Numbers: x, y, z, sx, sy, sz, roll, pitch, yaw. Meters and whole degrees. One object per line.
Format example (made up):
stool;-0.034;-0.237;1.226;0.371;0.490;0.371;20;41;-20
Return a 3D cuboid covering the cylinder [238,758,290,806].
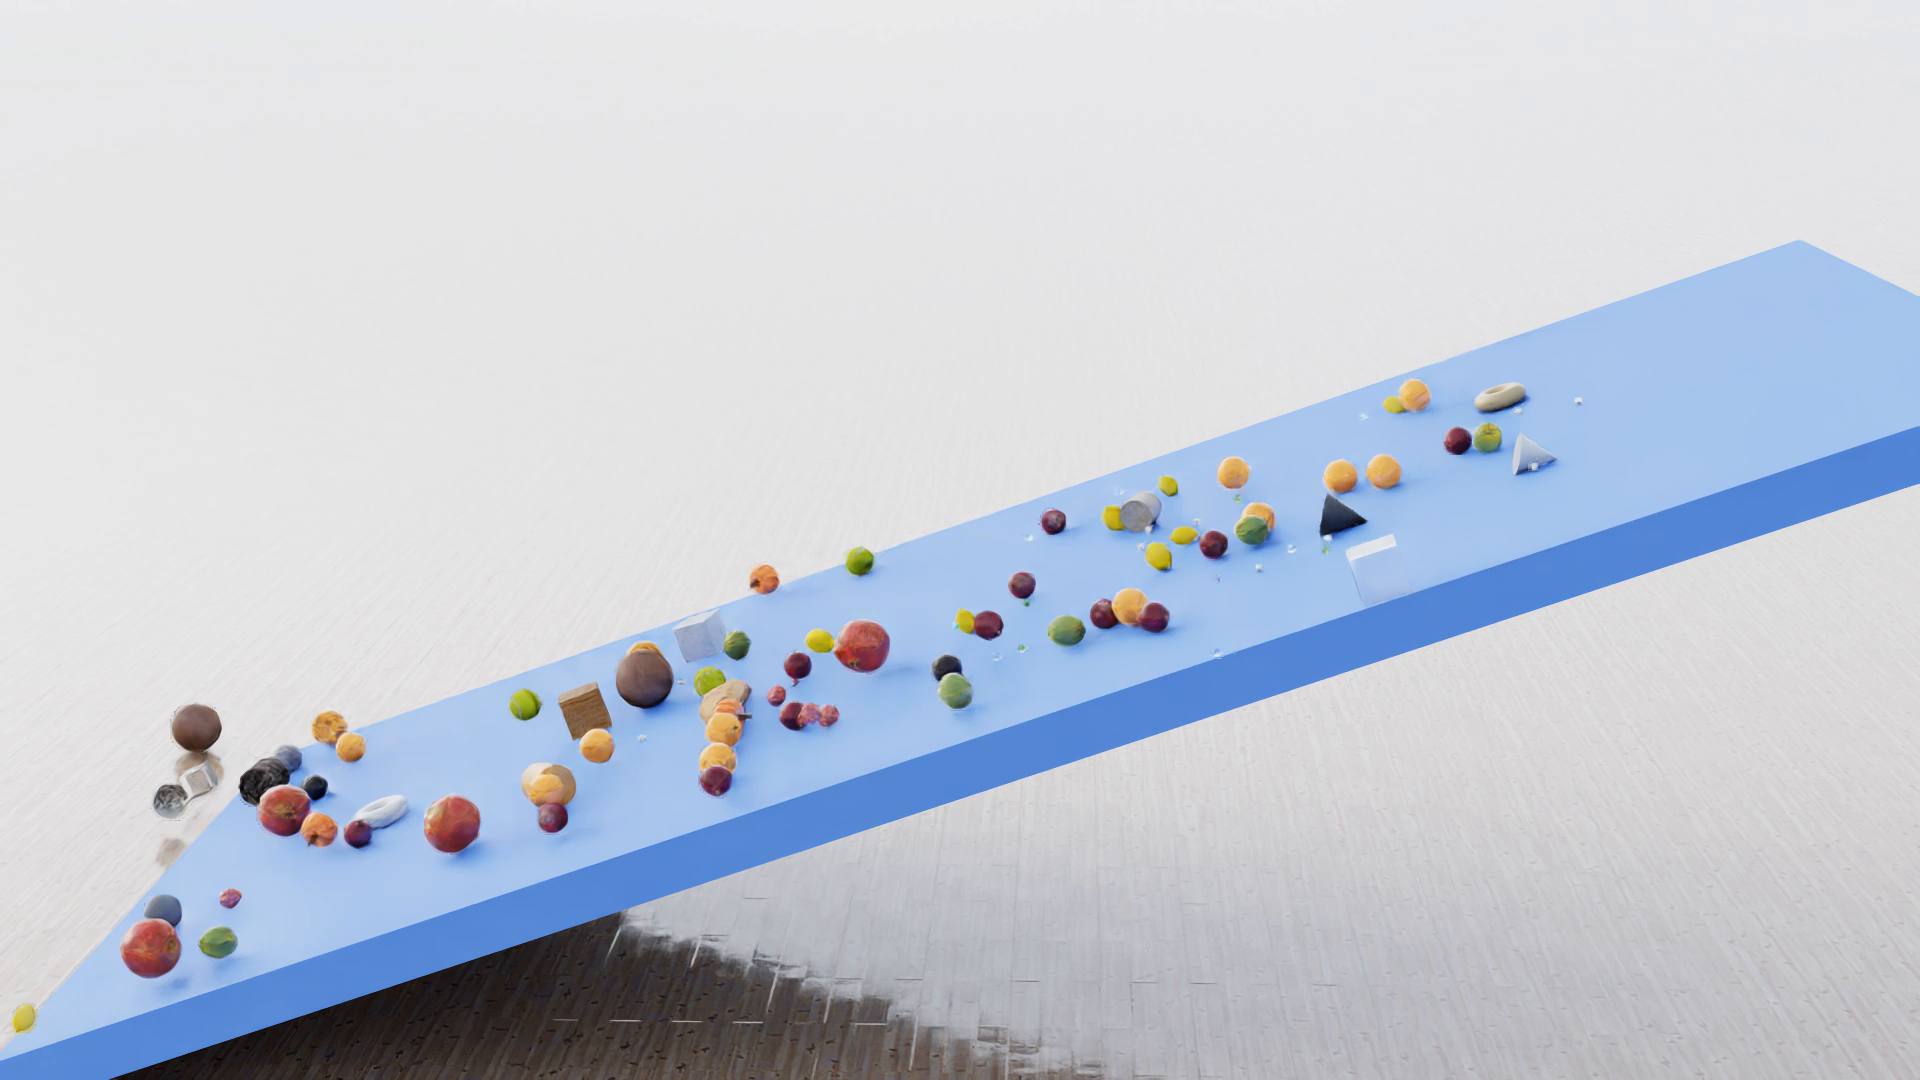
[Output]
cylinder;-1.648;0.573;6.966;0.092;0.092;0.092;1;13;7

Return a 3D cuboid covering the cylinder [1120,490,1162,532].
cylinder;0.400;-0.064;6.507;0.074;0.074;0.074;5;20;21

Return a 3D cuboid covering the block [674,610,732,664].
block;-0.600;0.224;6.838;0.085;0.085;0.085;-15;12;24

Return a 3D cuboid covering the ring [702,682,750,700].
ring;-0.497;0.334;6.252;0.112;0.037;0.112;-21;13;5

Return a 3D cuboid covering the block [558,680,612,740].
block;-0.828;0.376;6.490;0.090;0.090;0.090;-21;11;-5

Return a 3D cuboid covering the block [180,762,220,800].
block;-1.918;0.606;7.416;0.064;0.064;0.064;-23;11;6

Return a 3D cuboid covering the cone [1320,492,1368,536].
cone;0.770;-0.044;5.855;0.091;0.091;0.091;11;14;11

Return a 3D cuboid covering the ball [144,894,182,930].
ball;-1.641;0.767;6.061;0.076;0.076;0.076;0;12;0

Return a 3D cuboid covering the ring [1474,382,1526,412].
ring;1.182;-0.312;6.437;0.116;0.039;0.116;-19;10;3

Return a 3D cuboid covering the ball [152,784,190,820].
ball;-1.933;0.640;7.205;0.087;0.087;0.087;0;12;0

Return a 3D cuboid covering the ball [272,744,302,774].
ball;-1.646;0.535;7.199;0.071;0.071;0.071;0;12;0

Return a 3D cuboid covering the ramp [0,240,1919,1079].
ramp;0.111;0.178;6.301;4.000;0.100;2.000;-19;11;6

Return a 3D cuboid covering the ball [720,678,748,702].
ball;-0.475;0.322;6.176;0.061;0.061;0.061;0;12;0

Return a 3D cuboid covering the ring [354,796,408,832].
ring;-1.245;0.588;6.328;0.123;0.041;0.123;-20;12;4

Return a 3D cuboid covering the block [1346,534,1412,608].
block;0.752;0.055;5.280;0.091;0.091;0.091;-18;11;8

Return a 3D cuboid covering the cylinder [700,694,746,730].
cylinder;-0.489;0.353;6.061;0.071;0.071;0.071;-7;3;-28
